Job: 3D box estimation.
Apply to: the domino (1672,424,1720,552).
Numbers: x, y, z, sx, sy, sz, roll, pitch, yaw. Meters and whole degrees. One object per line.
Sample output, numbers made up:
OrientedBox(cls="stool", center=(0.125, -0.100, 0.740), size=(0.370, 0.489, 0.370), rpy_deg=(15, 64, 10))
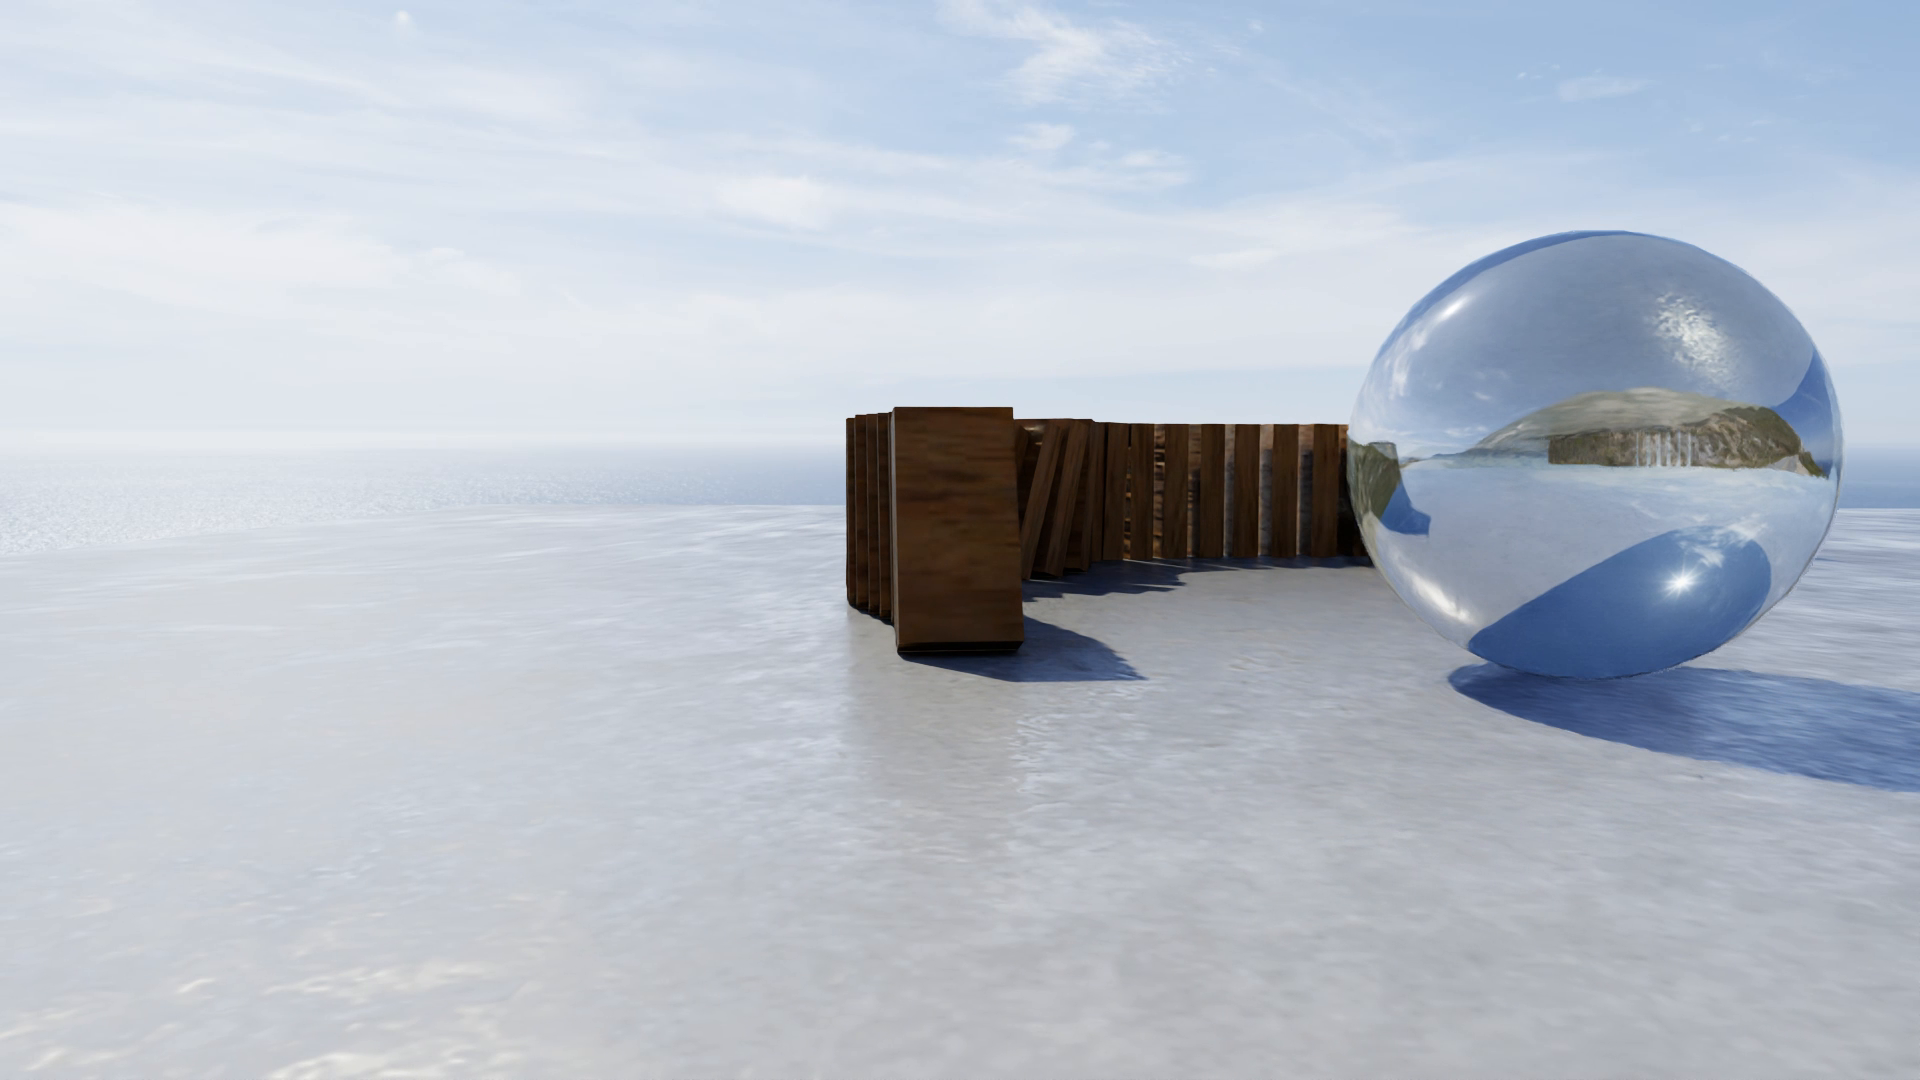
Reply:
OrientedBox(cls="domino", center=(0.293, -0.021, 0.515), size=(0.009, 0.050, 0.025), rpy_deg=(1, 4, 8))

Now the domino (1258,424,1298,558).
OrientedBox(cls="domino", center=(0.122, -0.019, 0.493), size=(0.010, 0.050, 0.025), rpy_deg=(0, 4, -1))

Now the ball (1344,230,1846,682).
OrientedBox(cls="ball", center=(0.111, -0.015, 0.231), size=(0.080, 0.080, 0.080), rpy_deg=(0, 4, 0))

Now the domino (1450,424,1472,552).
OrientedBox(cls="domino", center=(0.190, -0.021, 0.514), size=(0.010, 0.050, 0.025), rpy_deg=(-4, 6, -39))

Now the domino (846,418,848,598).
OrientedBox(cls="domino", center=(-0.019, -0.009, 0.358), size=(0.025, 0.050, 0.009), rpy_deg=(0, -19, -5))

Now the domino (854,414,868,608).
OrientedBox(cls="domino", center=(-0.015, -0.008, 0.336), size=(0.025, 0.050, 0.009), rpy_deg=(0, -16, -6))

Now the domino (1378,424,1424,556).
OrientedBox(cls="domino", center=(0.166, -0.020, 0.496), size=(0.009, 0.050, 0.025), rpy_deg=(-1, 5, -18))

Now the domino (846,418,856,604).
OrientedBox(cls="domino", center=(-0.018, -0.008, 0.347), size=(0.025, 0.050, 0.010), rpy_deg=(0, -19, -6))

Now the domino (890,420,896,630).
OrientedBox(cls="domino", center=(-0.003, -0.005, 0.297), size=(0.025, 0.050, 0.009), rpy_deg=(0, -16, -6))

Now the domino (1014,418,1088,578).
OrientedBox(cls="domino", center=(0.025, -0.014, 0.416), size=(0.025, 0.050, 0.010), rpy_deg=(4, -10, 41))

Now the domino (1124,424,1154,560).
OrientedBox(cls="domino", center=(0.063, -0.019, 0.483), size=(0.009, 0.050, 0.025), rpy_deg=(-2, 5, -20))

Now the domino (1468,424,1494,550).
OrientedBox(cls="domino", center=(0.203, -0.022, 0.521), size=(0.010, 0.050, 0.025), rpy_deg=(-1, 4, -16))

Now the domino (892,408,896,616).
OrientedBox(cls="domino", center=(-0.002, -0.003, 0.276), size=(0.025, 0.050, 0.009), rpy_deg=(0, -16, -6))

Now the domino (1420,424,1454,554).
OrientedBox(cls="domino", center=(0.179, -0.020, 0.504), size=(0.009, 0.050, 0.025), rpy_deg=(-4, 6, -41))

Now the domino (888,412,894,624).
OrientedBox(cls="domino", center=(-0.004, -0.006, 0.307), size=(0.025, 0.050, 0.010), rpy_deg=(0, -16, -6))

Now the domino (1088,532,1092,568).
OrientedBox(cls="domino", center=(0.033, -0.016, 0.442), size=(0.025, 0.050, 0.009), rpy_deg=(1, -6, 11))

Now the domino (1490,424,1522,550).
OrientedBox(cls="domino", center=(0.218, -0.022, 0.523), size=(0.009, 0.050, 0.025), rpy_deg=(0, 4, -1))

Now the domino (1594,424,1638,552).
OrientedBox(cls="domino", center=(0.263, -0.021, 0.519), size=(0.009, 0.050, 0.025), rpy_deg=(1, 4, 8))

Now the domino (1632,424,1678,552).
OrientedBox(cls="domino", center=(0.278, -0.021, 0.517), size=(0.009, 0.050, 0.025), rpy_deg=(1, 4, 8))

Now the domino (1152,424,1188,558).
OrientedBox(cls="domino", center=(0.077, -0.019, 0.487), size=(0.009, 0.050, 0.025), rpy_deg=(-1, 4, -15))

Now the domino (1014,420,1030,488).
OrientedBox(cls="domino", center=(0.004, -0.012, 0.401), size=(0.025, 0.050, 0.010), rpy_deg=(3, -18, 36))

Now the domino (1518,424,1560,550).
OrientedBox(cls="domino", center=(0.233, -0.022, 0.522), size=(0.009, 0.050, 0.025), rpy_deg=(0, 4, 4))

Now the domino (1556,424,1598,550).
OrientedBox(cls="domino", center=(0.248, -0.022, 0.521), size=(0.009, 0.050, 0.025), rpy_deg=(0, 4, 6))

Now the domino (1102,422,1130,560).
OrientedBox(cls="domino", center=(0.050, -0.018, 0.477), size=(0.010, 0.050, 0.025), rpy_deg=(0, 3, -33))

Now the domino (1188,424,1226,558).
OrientedBox(cls="domino", center=(0.092, -0.019, 0.491), size=(0.009, 0.050, 0.025), rpy_deg=(-1, 4, -12))

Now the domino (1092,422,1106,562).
OrientedBox(cls="domino", center=(0.039, -0.018, 0.467), size=(0.025, 0.050, 0.010), rpy_deg=(3, 2, 31))

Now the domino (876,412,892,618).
OrientedBox(cls="domino", center=(-0.008, -0.006, 0.316), size=(0.025, 0.050, 0.009), rpy_deg=(0, -16, -6))

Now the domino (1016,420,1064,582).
OrientedBox(cls="domino", center=(0.015, -0.013, 0.408), size=(0.025, 0.050, 0.009), rpy_deg=(4, -15, 41))

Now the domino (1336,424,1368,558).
OrientedBox(cls="domino", center=(0.152, -0.019, 0.494), size=(0.009, 0.050, 0.025), rpy_deg=(0, 4, -5))

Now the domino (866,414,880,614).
OrientedBox(cls="domino", center=(-0.011, -0.007, 0.326), size=(0.025, 0.050, 0.010), rpy_deg=(0, -16, -6))

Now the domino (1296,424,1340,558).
OrientedBox(cls="domino", center=(0.137, -0.019, 0.493), size=(0.009, 0.050, 0.025), rpy_deg=(0, 4, -1))

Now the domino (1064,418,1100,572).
OrientedBox(cls="domino", center=(0.031, -0.015, 0.428), size=(0.025, 0.050, 0.009), rpy_deg=(2, -10, 22))

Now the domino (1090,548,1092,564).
OrientedBox(cls="domino", center=(0.034, -0.017, 0.454), size=(0.025, 0.050, 0.009), rpy_deg=(1, 0, 11))

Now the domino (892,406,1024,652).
OrientedBox(cls="domino", center=(-0.001, -0.003, 0.266), size=(0.025, 0.050, 0.009), rpy_deg=(0, -16, -6))

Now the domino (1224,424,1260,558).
OrientedBox(cls="domino", center=(0.106, -0.019, 0.492), size=(0.009, 0.050, 0.025), rpy_deg=(0, 4, -3))
